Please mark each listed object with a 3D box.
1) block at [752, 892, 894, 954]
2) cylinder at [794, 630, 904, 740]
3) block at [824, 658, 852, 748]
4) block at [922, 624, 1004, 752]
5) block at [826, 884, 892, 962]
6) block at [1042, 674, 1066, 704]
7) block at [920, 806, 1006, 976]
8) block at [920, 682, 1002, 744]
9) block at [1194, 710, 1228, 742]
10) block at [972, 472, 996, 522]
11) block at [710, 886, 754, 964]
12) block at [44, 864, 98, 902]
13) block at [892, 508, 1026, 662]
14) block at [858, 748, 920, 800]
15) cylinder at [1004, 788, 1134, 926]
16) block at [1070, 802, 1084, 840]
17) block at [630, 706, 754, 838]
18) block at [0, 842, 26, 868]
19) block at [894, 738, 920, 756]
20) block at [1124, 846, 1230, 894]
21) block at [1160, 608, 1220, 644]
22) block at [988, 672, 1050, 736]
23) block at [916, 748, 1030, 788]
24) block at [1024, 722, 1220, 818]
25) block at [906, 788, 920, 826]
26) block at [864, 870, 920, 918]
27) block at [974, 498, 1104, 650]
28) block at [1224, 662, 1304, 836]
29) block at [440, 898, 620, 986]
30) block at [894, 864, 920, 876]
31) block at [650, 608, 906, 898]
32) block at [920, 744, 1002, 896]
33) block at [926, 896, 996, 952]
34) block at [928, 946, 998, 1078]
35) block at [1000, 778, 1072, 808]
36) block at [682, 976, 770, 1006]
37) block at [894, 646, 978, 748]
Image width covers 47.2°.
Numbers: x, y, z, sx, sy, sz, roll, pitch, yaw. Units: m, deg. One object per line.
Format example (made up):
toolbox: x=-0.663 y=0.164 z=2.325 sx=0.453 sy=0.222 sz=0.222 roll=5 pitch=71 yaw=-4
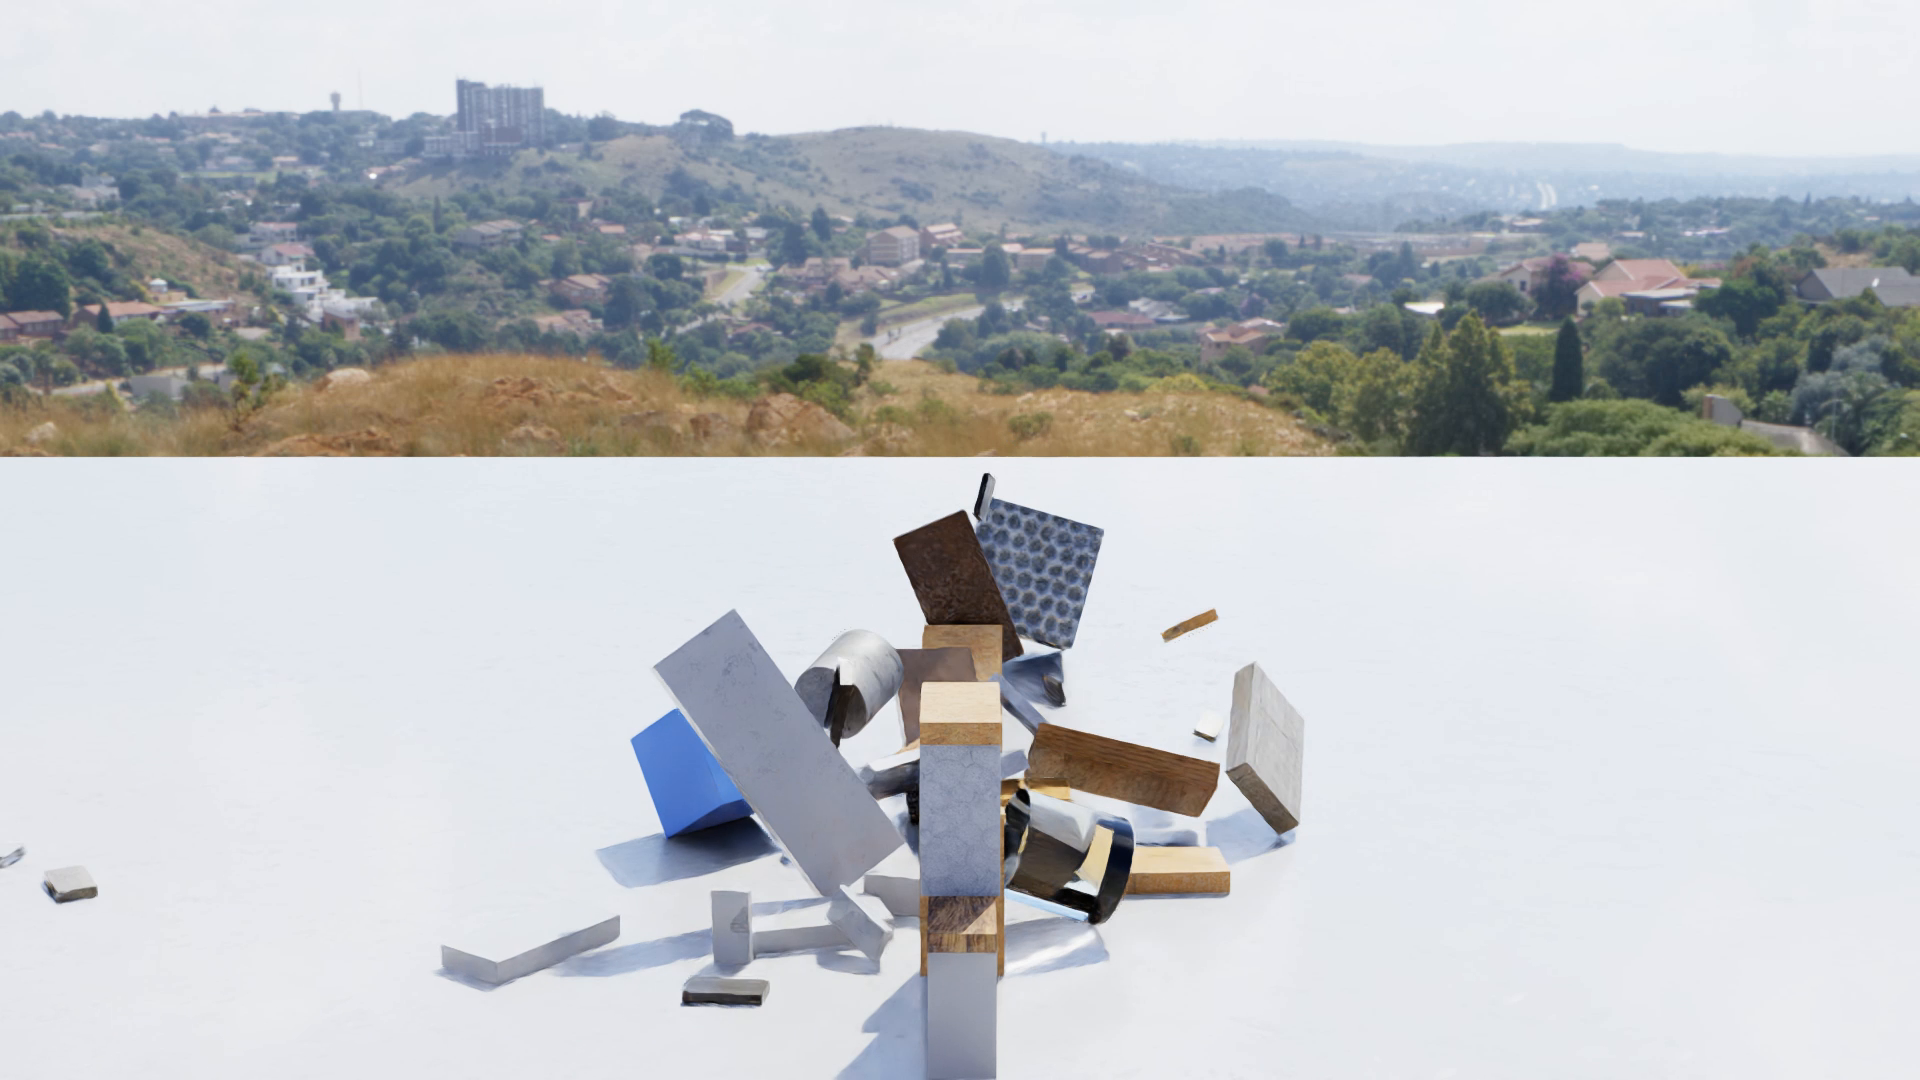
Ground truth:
block: x=-0.243 y=0.607 z=3.481 sx=0.254 sy=0.036 sz=0.127 roll=-3 pitch=11 yaw=-15
cylinder: x=-0.210 y=0.273 z=4.172 sx=0.154 sy=0.154 sz=0.154 roll=5 pitch=27 yaw=26
block: x=-0.224 y=0.304 z=4.043 sx=0.022 sy=0.158 sz=0.079 roll=7 pitch=33 yaw=-11
block: x=0.005 y=0.317 z=4.453 sx=0.163 sy=0.046 sz=0.326 roll=0 pitch=52 yaw=0
block: x=-0.156 y=0.591 z=3.391 sx=0.017 sy=0.059 sz=0.117 roll=-2 pitch=31 yaw=-47
block: x=0.209 y=0.332 z=4.910 sx=0.013 sy=0.046 sz=0.093 roll=-19 pitch=15 yaw=-13
block: x=0.004 y=0.528 z=3.306 sx=0.127 sy=0.254 sz=0.036 roll=0 pitch=10 yaw=0
block: x=0.001 y=0.242 z=3.086 sx=0.111 sy=0.031 sz=0.222 roll=0 pitch=11 yaw=0
block: x=0.524 y=0.390 z=4.606 sx=0.046 sy=0.013 sz=0.093 roll=22 pitch=29 yaw=14
block: x=0.051 y=-0.088 z=4.522 sx=0.013 sy=0.093 sz=0.046 roll=10 pitch=-12 yaw=21
block: x=-0.348 y=0.588 z=3.358 sx=0.058 sy=0.117 sz=0.017 roll=2 pitch=13 yaw=10
block: x=-1.493 y=0.577 z=3.693 sx=0.063 sy=0.018 sz=0.125 roll=-6 pitch=12 yaw=-31
block: x=-0.002 y=0.116 z=4.588 sx=0.163 sy=0.326 sz=0.046 roll=-23 pitch=4 yaw=2
block: x=-0.111 y=0.427 z=4.006 sx=0.024 sy=0.084 sz=0.290 roll=38 pitch=18 yaw=20
cylinder: x=0.160 y=0.505 z=3.507 sx=0.177 sy=0.177 sz=0.177 roll=18 pitch=7 yaw=-13
block: x=0.142 y=0.498 z=4.063 sx=0.129 sy=0.037 sz=0.258 roll=-1 pitch=11 yaw=-8
block: x=-0.436 y=0.398 z=3.973 sx=0.194 sy=0.194 sz=0.194 roll=-10 pitch=-17 yaw=-44
block: x=-1.703 y=0.546 z=3.835 sx=0.125 sy=0.018 sz=0.063 roll=2 pitch=16 yaw=13
block: x=-0.100 y=0.416 z=4.082 sx=0.022 sy=0.079 sz=0.357 roll=38 pitch=38 yaw=20
block: x=0.319 y=0.560 z=3.729 sx=0.258 sy=0.037 sz=0.129 roll=-1 pitch=11 yaw=-3
block: x=0.449 y=0.169 z=4.306 sx=0.079 sy=0.022 sz=0.158 roll=-22 pitch=-6 yaw=-10
block: x=0.121 y=0.320 z=4.036 sx=0.168 sy=0.024 sz=0.084 roll=43 pitch=-12 yaw=22
block: x=0.021 y=0.421 z=3.938 sx=0.129 sy=0.037 sz=0.258 roll=-20 pitch=-2 yaw=-19
block: x=0.289 y=0.415 z=3.955 sx=0.329 sy=0.047 sz=0.165 roll=13 pitch=-27 yaw=0
block: x=-0.057 y=0.487 z=4.049 sx=0.076 sy=0.022 sz=0.152 roll=-7 pitch=12 yaw=-4
block: x=-0.094 y=0.576 z=3.570 sx=0.127 sy=0.063 sz=0.018 roll=3 pitch=9 yaw=16
block: x=0.155 y=0.084 z=5.252 sx=0.289 sy=0.289 sz=0.289 roll=16 pitch=-4 yaw=-1
block: x=0.568 y=0.382 z=4.077 sx=0.047 sy=0.165 sz=0.329 roll=-33 pitch=19 yaw=25
block: x=-0.662 y=0.620 z=3.408 sx=0.127 sy=0.036 sz=0.254 roll=8 pitch=13 yaw=36
block: x=-0.085 y=0.575 z=3.699 sx=0.063 sy=0.018 sz=0.127 roll=10 pitch=14 yaw=42
block: x=-0.299 y=0.355 z=3.619 sx=0.165 sy=0.479 sz=0.047 roll=-36 pitch=1 yaw=-18
block: x=0.001 y=0.380 z=3.036 sx=0.111 sy=0.222 sz=0.031 roll=0 pitch=11 yaw=0
block: x=0.003 y=0.515 z=2.990 sx=0.092 sy=0.026 sz=0.184 roll=0 pitch=11 yaw=0
block: x=0.003 y=0.630 z=2.949 sx=0.092 sy=0.184 sz=0.026 roll=0 pitch=11 yaw=0
block: x=0.128 y=0.494 z=3.841 sx=0.125 sy=0.125 sz=0.125 roll=0 pitch=11 yaw=0
block: x=-0.343 y=0.663 z=3.231 sx=0.117 sy=0.017 sz=0.058 roll=1 pitch=11 yaw=7
block: x=-0.037 y=0.351 z=4.337 sx=0.163 sy=0.046 sz=0.326 roll=-2 pitch=46 yaw=-10
